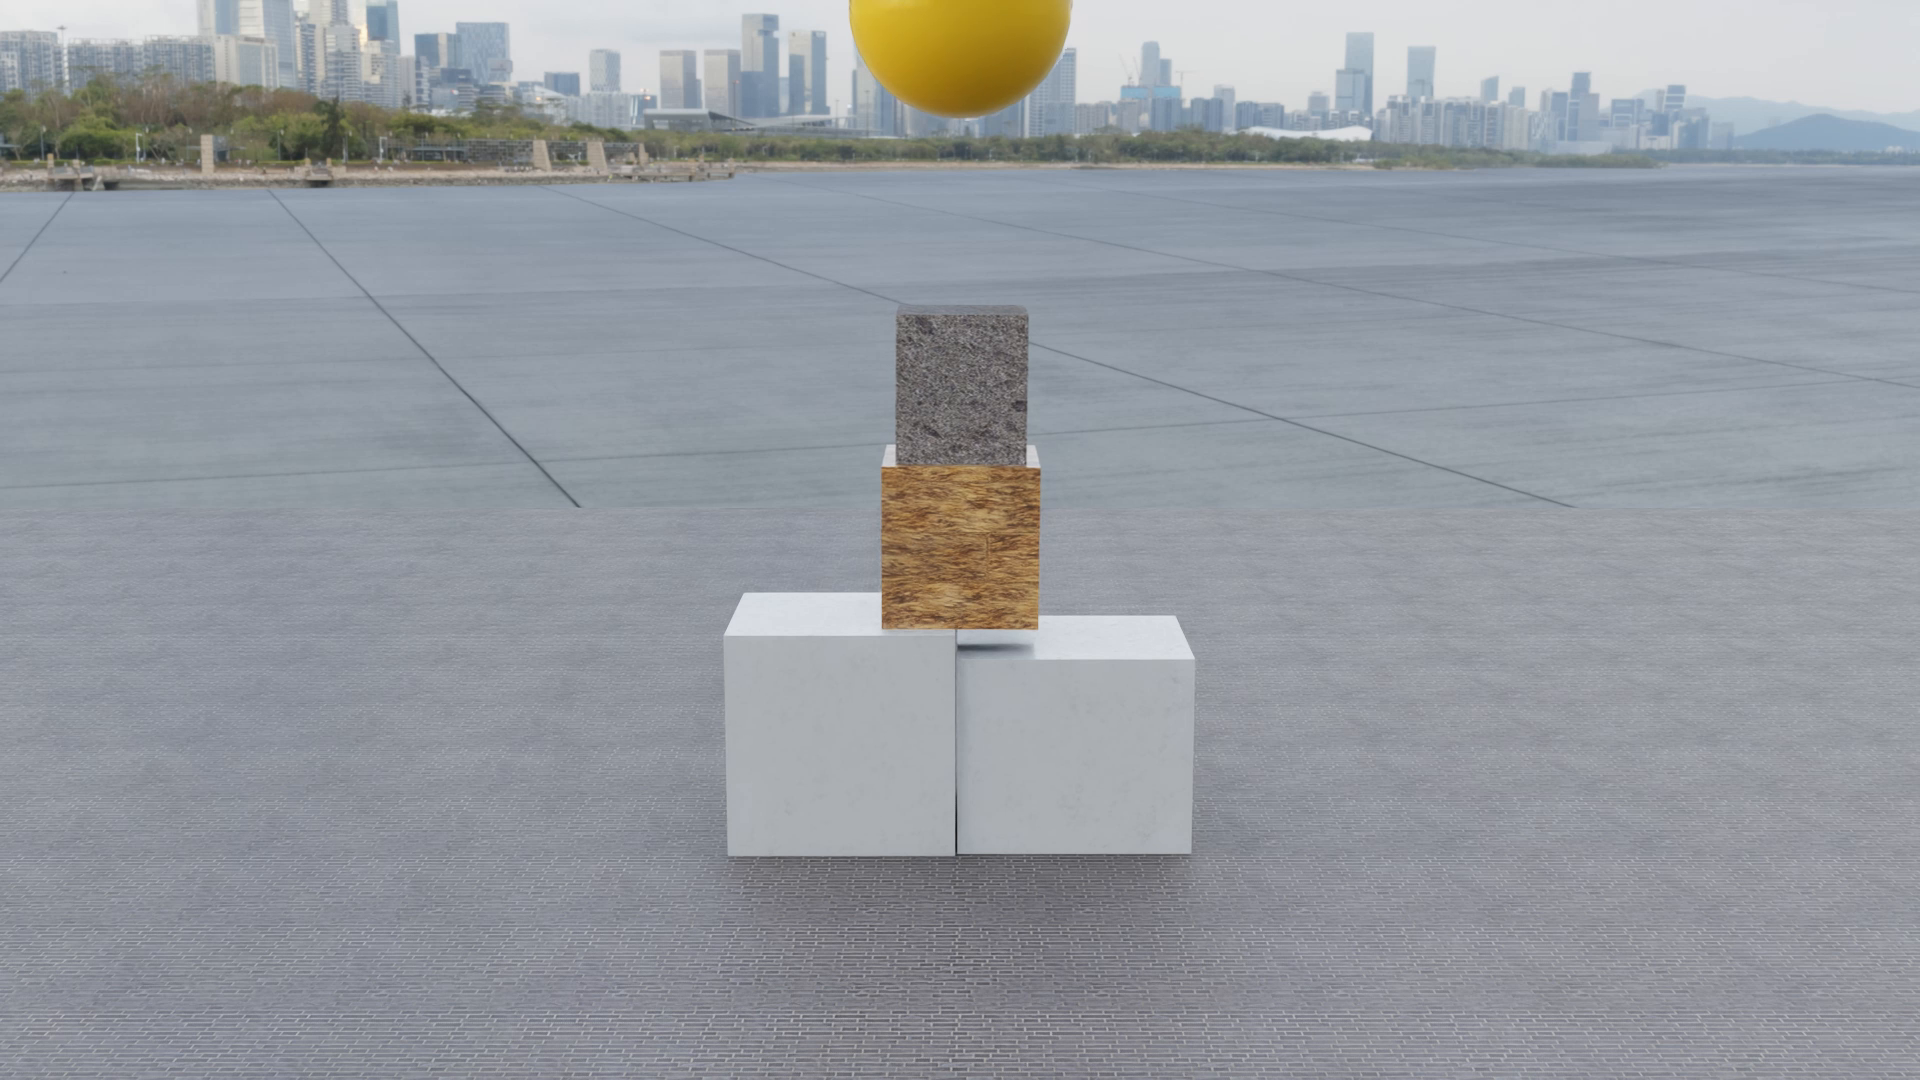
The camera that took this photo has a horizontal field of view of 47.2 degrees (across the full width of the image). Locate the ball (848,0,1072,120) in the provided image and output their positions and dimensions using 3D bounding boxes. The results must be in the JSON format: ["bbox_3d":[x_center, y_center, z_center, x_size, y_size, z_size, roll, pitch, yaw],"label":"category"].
[{"bbox_3d":[0.000,-3.813,15.676,1.600,1.600,1.600,0,10,0],"label":"ball"}]

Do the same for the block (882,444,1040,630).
[{"bbox_3d":[0.003,-0.027,11.182,0.775,0.809,0.790,0,10,0],"label":"block"}]

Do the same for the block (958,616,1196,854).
[{"bbox_3d":[0.570,0.985,11.370,1.168,0.995,1.010,0,10,0],"label":"block"}]

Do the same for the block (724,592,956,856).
[{"bbox_3d":[-0.589,0.926,11.337,1.130,1.122,1.034,0,10,0],"label":"block"}]

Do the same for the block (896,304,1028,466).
[{"bbox_3d":[0.008,-0.787,11.044,0.643,0.735,0.625,0,10,0],"label":"block"}]
